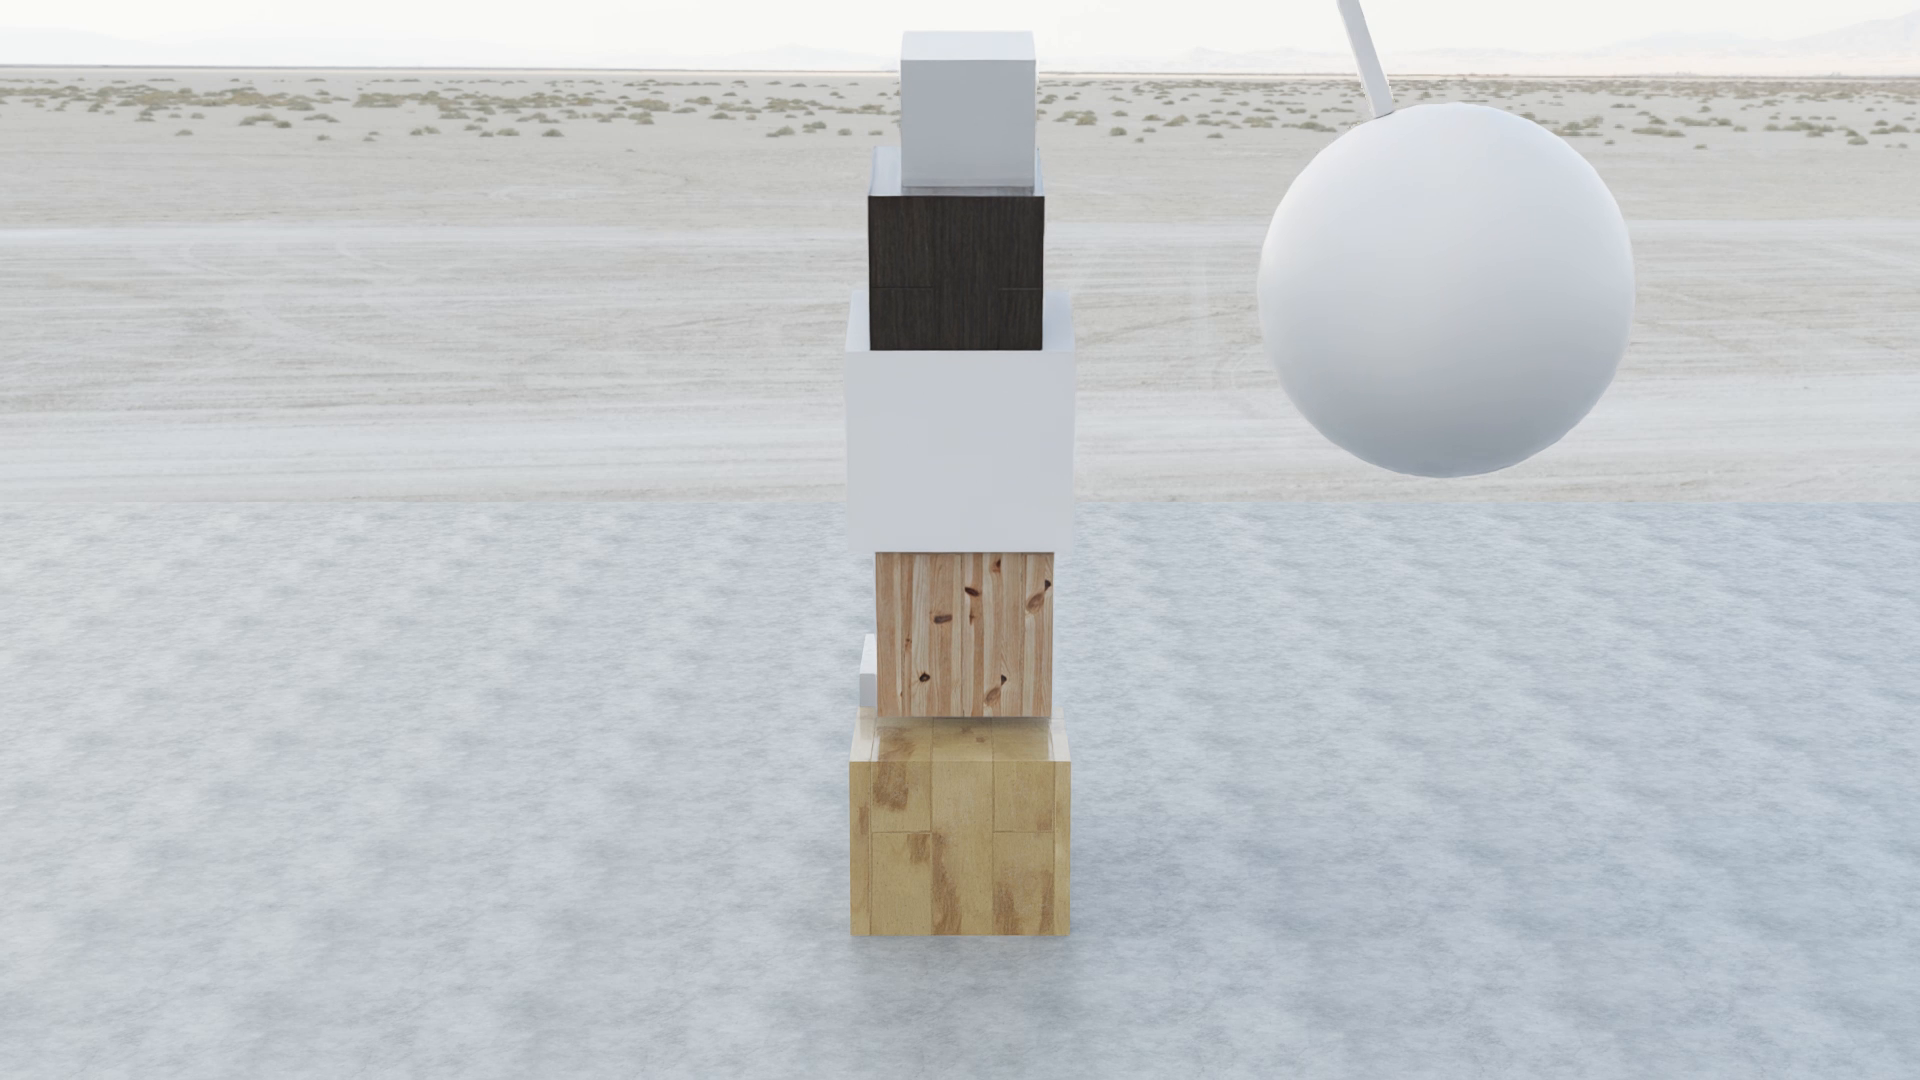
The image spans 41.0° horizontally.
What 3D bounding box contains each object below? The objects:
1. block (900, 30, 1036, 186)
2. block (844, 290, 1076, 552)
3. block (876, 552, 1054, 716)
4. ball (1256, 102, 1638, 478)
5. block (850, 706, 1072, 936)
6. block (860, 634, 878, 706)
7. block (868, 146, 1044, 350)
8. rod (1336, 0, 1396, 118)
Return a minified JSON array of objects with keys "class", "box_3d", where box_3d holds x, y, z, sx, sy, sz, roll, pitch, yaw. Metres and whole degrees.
[{"class":"block","box_3d":[0.032,-1.743,10.335,0.531,0.504,0.548,0,23,0]},{"class":"block","box_3d":[0.001,-0.512,10.822,0.926,0.874,0.820,0,23,0]},{"class":"block","box_3d":[0.020,0.251,11.142,0.743,0.780,0.741,0,23,0]},{"class":"ball","box_3d":[2.074,-1.063,10.987,1.600,1.600,1.600,0,10,0]},{"class":"block","box_3d":[0.000,1.185,10.976,0.905,0.741,0.916,0,10,0]},{"class":"block","box_3d":[-0.019,0.955,11.824,0.852,0.891,0.816,0,10,0]},{"class":"block","box_3d":[-0.015,-1.209,10.534,0.693,0.636,0.807,0,23,0]},{"class":"rod","box_3d":[0.899,-4.202,10.416,0.080,5.200,0.080,-20,10,4]}]
